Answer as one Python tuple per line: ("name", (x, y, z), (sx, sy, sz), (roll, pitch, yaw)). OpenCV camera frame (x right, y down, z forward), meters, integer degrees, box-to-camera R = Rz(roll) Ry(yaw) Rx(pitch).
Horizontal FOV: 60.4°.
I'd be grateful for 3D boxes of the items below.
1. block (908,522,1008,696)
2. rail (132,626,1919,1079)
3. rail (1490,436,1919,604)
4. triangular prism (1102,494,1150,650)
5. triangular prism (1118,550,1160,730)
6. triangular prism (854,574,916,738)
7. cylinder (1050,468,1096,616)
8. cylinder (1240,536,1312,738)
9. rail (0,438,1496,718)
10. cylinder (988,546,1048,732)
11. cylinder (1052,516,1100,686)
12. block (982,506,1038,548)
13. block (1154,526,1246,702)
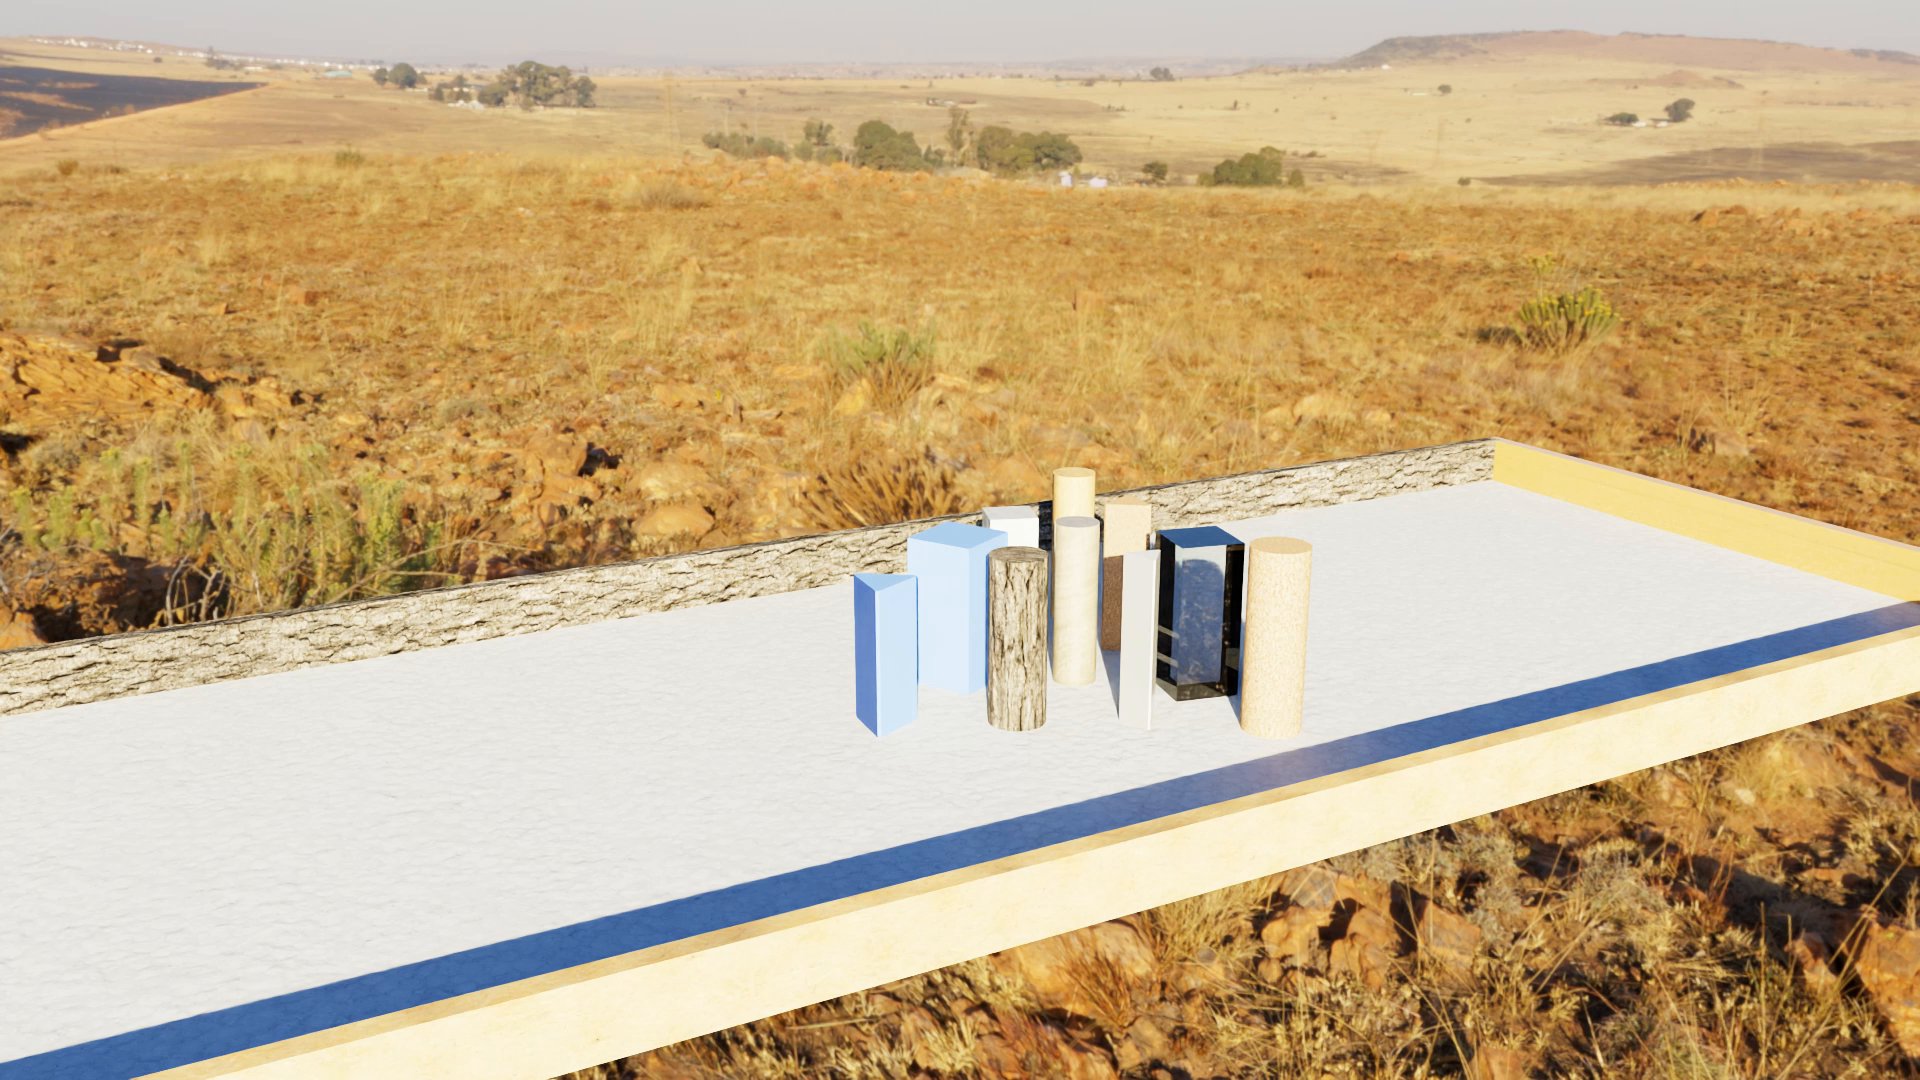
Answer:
("block", (-0.005, 0.167, 4.120), (0.179, 0.376, 0.179), (10, 19, 32))
("rail", (-2.336, 1.006, 1.665), (12.000, 0.150, 0.050), (-9, 18, -27))
("rail", (2.466, -0.048, 5.253), (0.050, 0.150, 2.100), (-9, 18, -27))
("triangular prism", (0.439, 0.087, 4.350), (0.117, 0.400, 0.101), (2, 17, 8))
("triangular prism", (0.435, 0.228, 3.846), (0.089, 0.413, 0.077), (15, 22, 42))
("triangular prism", (-0.194, 0.259, 3.843), (0.124, 0.356, 0.143), (12, 20, 34))
("cylinder", (0.314, 0.011, 4.588), (0.117, 0.411, 0.117), (0, 16, 0))
("cylinder", (0.727, 0.225, 3.802), (0.141, 0.444, 0.141), (0, 16, 0))
("rail", (-3.305, 0.497, 3.399), (12.000, 0.150, 0.050), (-9, 18, -27))
("cylinder", (0.135, 0.230, 3.846), (0.138, 0.410, 0.138), (0, 16, 0))
("cylinder", (0.288, 0.153, 4.106), (0.109, 0.412, 0.109), (0, 16, 0))
("block", (0.131, 0.102, 4.365), (0.126, 0.362, 0.126), (-3, 17, -8))
("block", (0.582, 0.179, 4.056), (0.163, 0.389, 0.163), (-5, 17, -16))
